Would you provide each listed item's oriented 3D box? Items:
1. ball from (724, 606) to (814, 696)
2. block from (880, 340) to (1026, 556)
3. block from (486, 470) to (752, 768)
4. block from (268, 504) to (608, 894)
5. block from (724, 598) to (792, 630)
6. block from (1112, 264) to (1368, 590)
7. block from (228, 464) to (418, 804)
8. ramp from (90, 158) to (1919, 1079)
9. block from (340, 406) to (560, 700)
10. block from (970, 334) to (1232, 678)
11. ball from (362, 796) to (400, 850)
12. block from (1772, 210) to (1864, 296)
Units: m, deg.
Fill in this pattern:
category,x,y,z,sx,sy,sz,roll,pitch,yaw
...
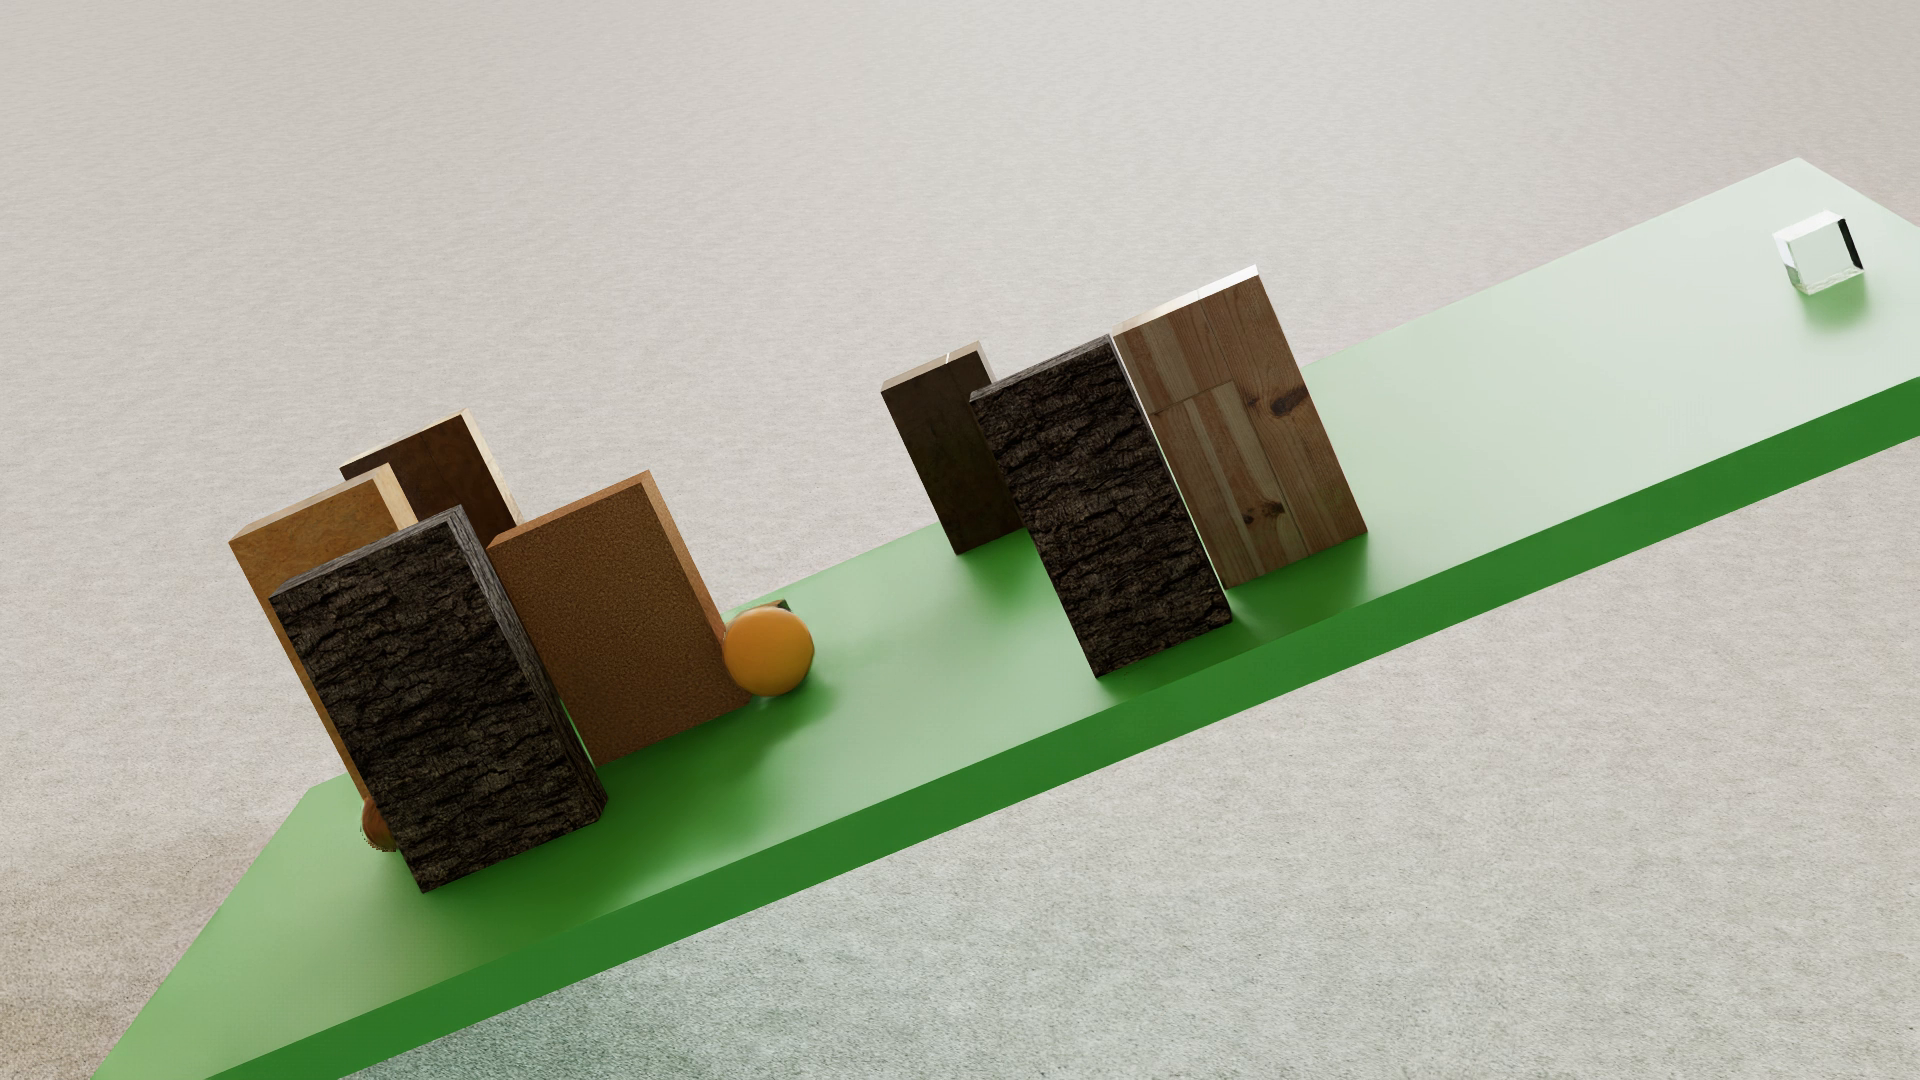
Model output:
category,x,y,z,sx,sy,sz,roll,pitch,yaw
ball,-0.412,0.240,6.348,0.194,0.194,0.194,0,15,0
block,0.017,-0.214,6.846,0.244,0.426,0.118,-23,13,8
block,-0.738,0.173,6.430,0.373,0.543,0.116,-23,13,8
block,-1.070,0.330,6.066,0.408,0.696,0.136,-23,13,8
block,-0.446,0.228,6.609,0.128,0.128,0.128,-16,15,33
block,0.535,-0.213,5.619,0.296,0.541,0.106,-23,13,8
block,-1.279,0.258,6.574,0.360,0.772,0.146,-23,13,8
ramp,0.132,0.170,6.284,4.000,0.100,2.000,-23,13,8
block,-1.197,0.079,7.213,0.334,0.741,0.084,-23,13,8
block,0.263,-0.061,5.438,0.277,0.575,0.086,-23,13,8
ball,-1.257,0.618,6.522,0.139,0.139,0.139,0,15,0
block,1.706,-0.572,5.848,0.117,0.117,0.117,-24,13,5
